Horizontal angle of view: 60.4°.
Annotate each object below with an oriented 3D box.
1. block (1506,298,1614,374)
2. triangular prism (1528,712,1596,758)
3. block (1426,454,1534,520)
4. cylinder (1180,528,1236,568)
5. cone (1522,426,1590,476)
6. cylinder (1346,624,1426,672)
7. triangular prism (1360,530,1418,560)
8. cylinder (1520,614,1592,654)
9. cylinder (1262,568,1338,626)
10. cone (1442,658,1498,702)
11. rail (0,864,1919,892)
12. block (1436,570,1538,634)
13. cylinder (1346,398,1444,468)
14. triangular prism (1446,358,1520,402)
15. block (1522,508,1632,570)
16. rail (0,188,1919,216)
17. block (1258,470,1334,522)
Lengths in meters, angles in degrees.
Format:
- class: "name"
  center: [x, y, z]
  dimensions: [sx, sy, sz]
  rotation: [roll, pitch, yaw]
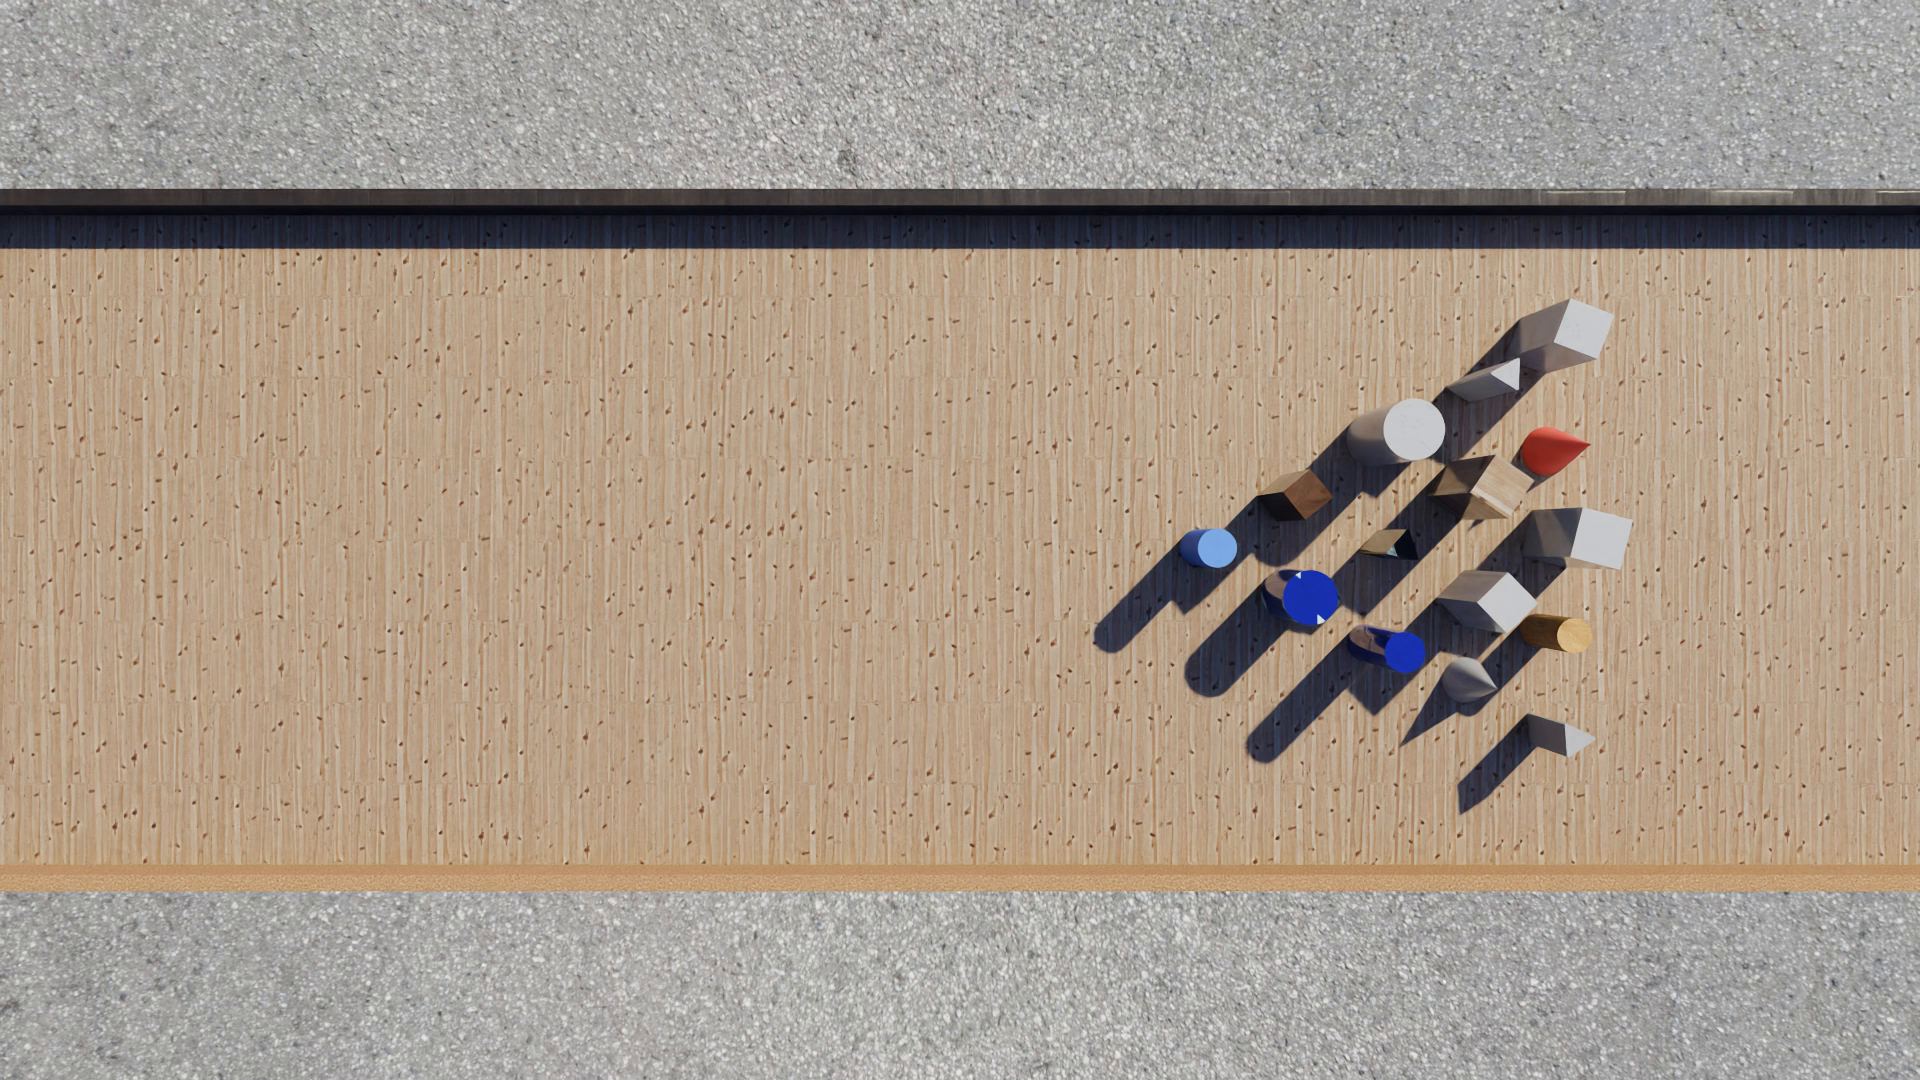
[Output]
- class: "block"
  center: [1.763, -0.597, 4.868]
  dimensions: [0.133, 0.417, 0.133]
  rotation: [21, 90, 0]
- class: "triangular prism"
  center: [1.772, 0.566, 4.919]
  dimensions: [0.097, 0.316, 0.084]
  rotation: [-34, 90, 0]
- class: "block"
  center: [1.525, -0.151, 4.857]
  dimensions: [0.130, 0.439, 0.130]
  rotation: [34, 90, 0]
- class: "cylinder"
  center: [0.732, 0.023, 4.882]
  dimensions: [0.111, 0.389, 0.111]
  rotation: [0, 90, 0]
- class: "cone"
  center: [1.805, -0.273, 4.896]
  dimensions: [0.150, 0.360, 0.150]
  rotation: [0, 90, 0]
- class: "cylinder"
  center: [1.247, 0.315, 4.849]
  dimensions: [0.115, 0.455, 0.115]
  rotation: [0, 90, 0]
- class: "triangular prism"
  center: [1.280, 0.008, 4.907]
  dimensions: [0.093, 0.339, 0.080]
  rotation: [12, 90, 0]
- class: "cylinder"
  center: [1.776, 0.277, 4.921]
  dimensions: [0.101, 0.311, 0.101]
  rotation: [0, 90, 0]
- class: "cylinder"
  center: [1.006, 0.165, 4.903]
  dimensions: [0.158, 0.347, 0.158]
  rotation: [0, 90, 0]
- class: "cone"
  center: [1.555, 0.431, 4.924]
  dimensions: [0.141, 0.305, 0.141]
  rotation: [0, 90, 0]
- class: "rail"
  center: [-2.247, 1.025, 5.001]
  dimensions: [12.000, 0.150, 0.050]
  rotation: [0, 90, 0]
- class: "block"
  center: [1.552, 0.178, 4.875]
  dimensions: [0.123, 0.404, 0.123]
  rotation: [-44, 90, 0]
- class: "cylinder"
  center: [1.276, -0.311, 4.855]
  dimensions: [0.174, 0.443, 0.174]
  rotation: [0, 90, 0]
- class: "triangular prism"
  center: [1.555, -0.480, 4.863]
  dimensions: [0.090, 0.428, 0.078]
  rotation: [32, 90, 0]
- class: "block"
  center: [1.815, -0.004, 4.871]
  dimensions: [0.146, 0.410, 0.146]
  rotation: [14, 90, 0]
- class: "rail"
  center: [-2.247, -1.025, 5.002]
  dimensions: [12.000, 0.150, 0.050]
  rotation: [0, 90, 0]
- class: "block"
  center: [0.983, -0.129, 4.867]
  dimensions: [0.102, 0.418, 0.102]
  rotation: [-39, 90, 0]
